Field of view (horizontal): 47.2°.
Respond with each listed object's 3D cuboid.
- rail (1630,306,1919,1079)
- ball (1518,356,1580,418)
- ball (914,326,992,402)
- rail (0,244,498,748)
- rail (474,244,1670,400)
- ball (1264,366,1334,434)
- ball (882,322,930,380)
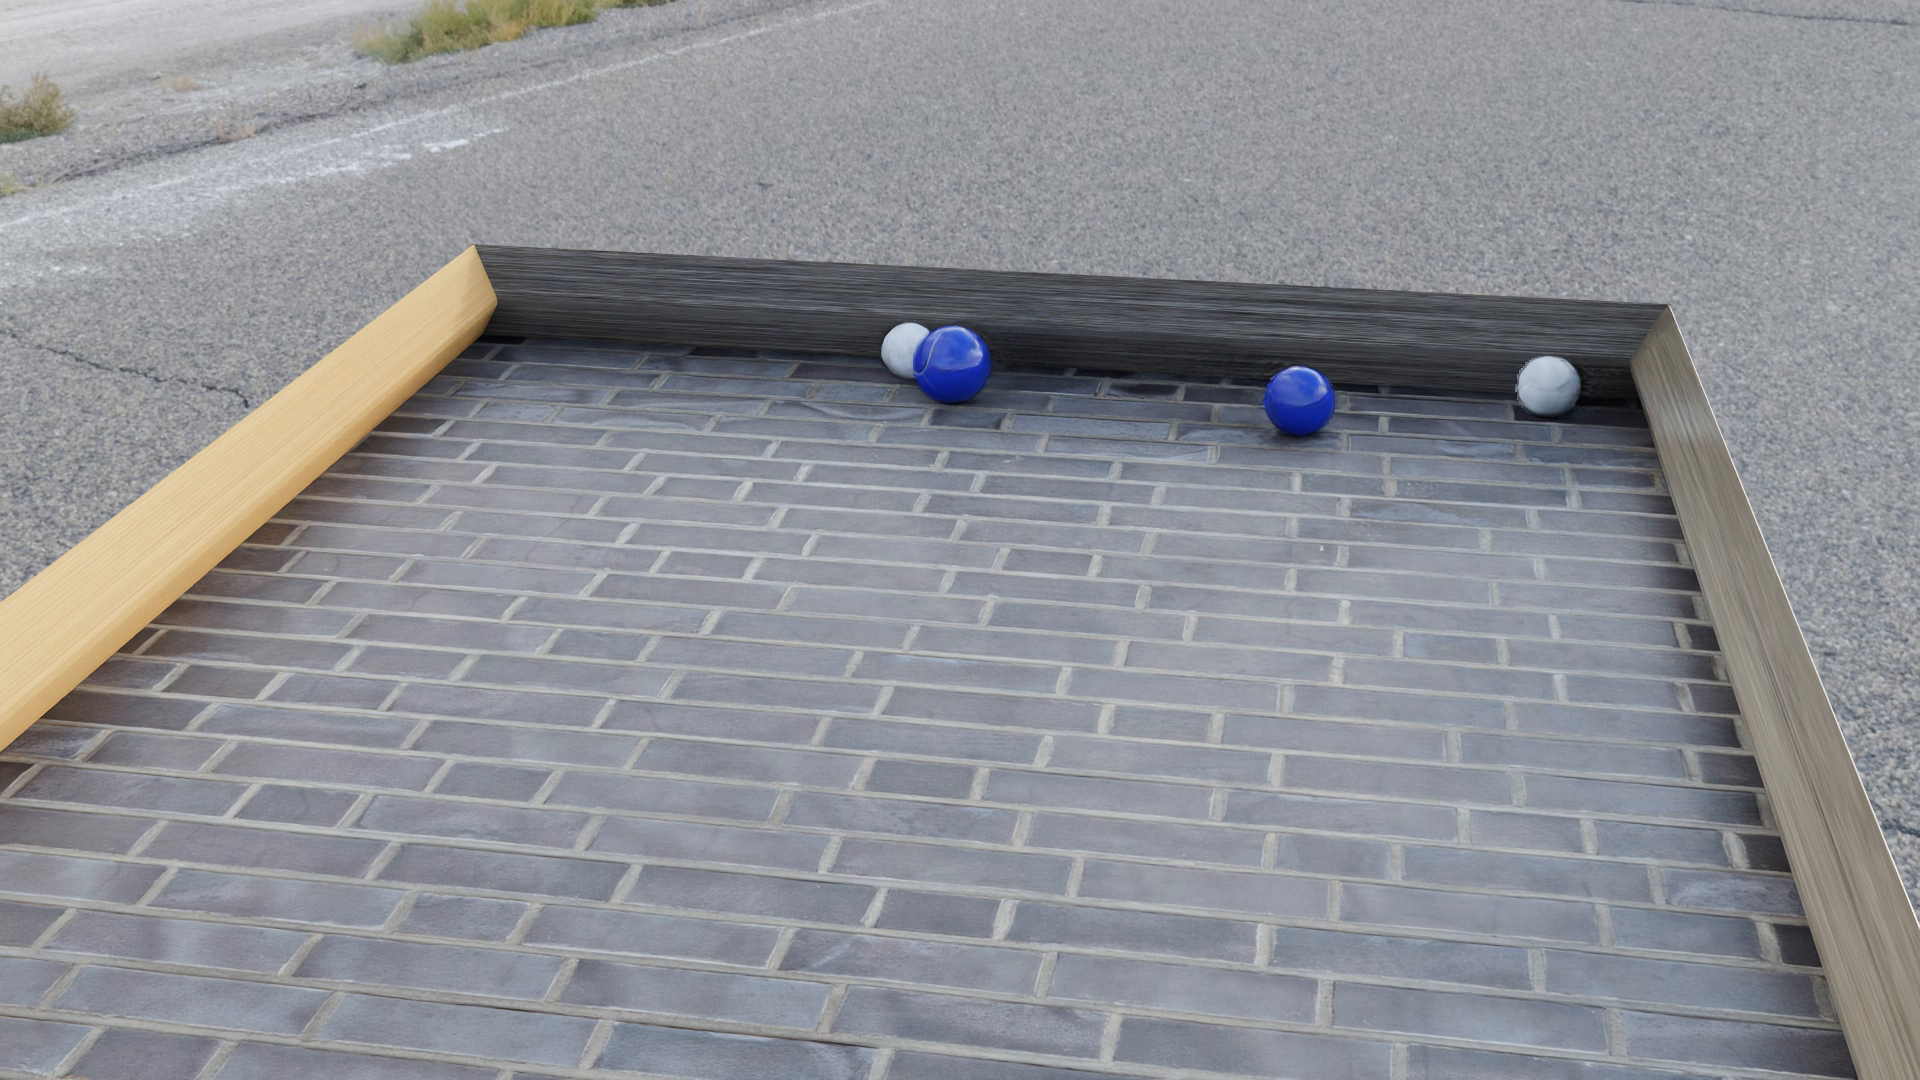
[{"bbox_3d":[0.626,0.290,1.543,0.045,0.125,2.621,4,24,9],"label":"rail"},{"bbox_3d":[0.719,-0.187,2.684,0.075,0.075,0.075,0,24,0],"label":"ball"},{"bbox_3d":[-0.009,-0.218,2.727,0.096,0.096,0.096,0,24,0],"label":"ball"},{"bbox_3d":[-0.847,0.188,1.774,0.045,0.125,2.621,4,24,9],"label":"rail"},{"bbox_3d":[0.106,-0.275,2.818,1.543,0.125,0.045,4,24,9],"label":"rail"},{"bbox_3d":[0.404,-0.167,2.628,0.083,0.083,0.083,0,24,0],"label":"ball"},{"bbox_3d":[-0.064,-0.241,2.808,0.072,0.072,0.072,0,24,0],"label":"ball"}]
